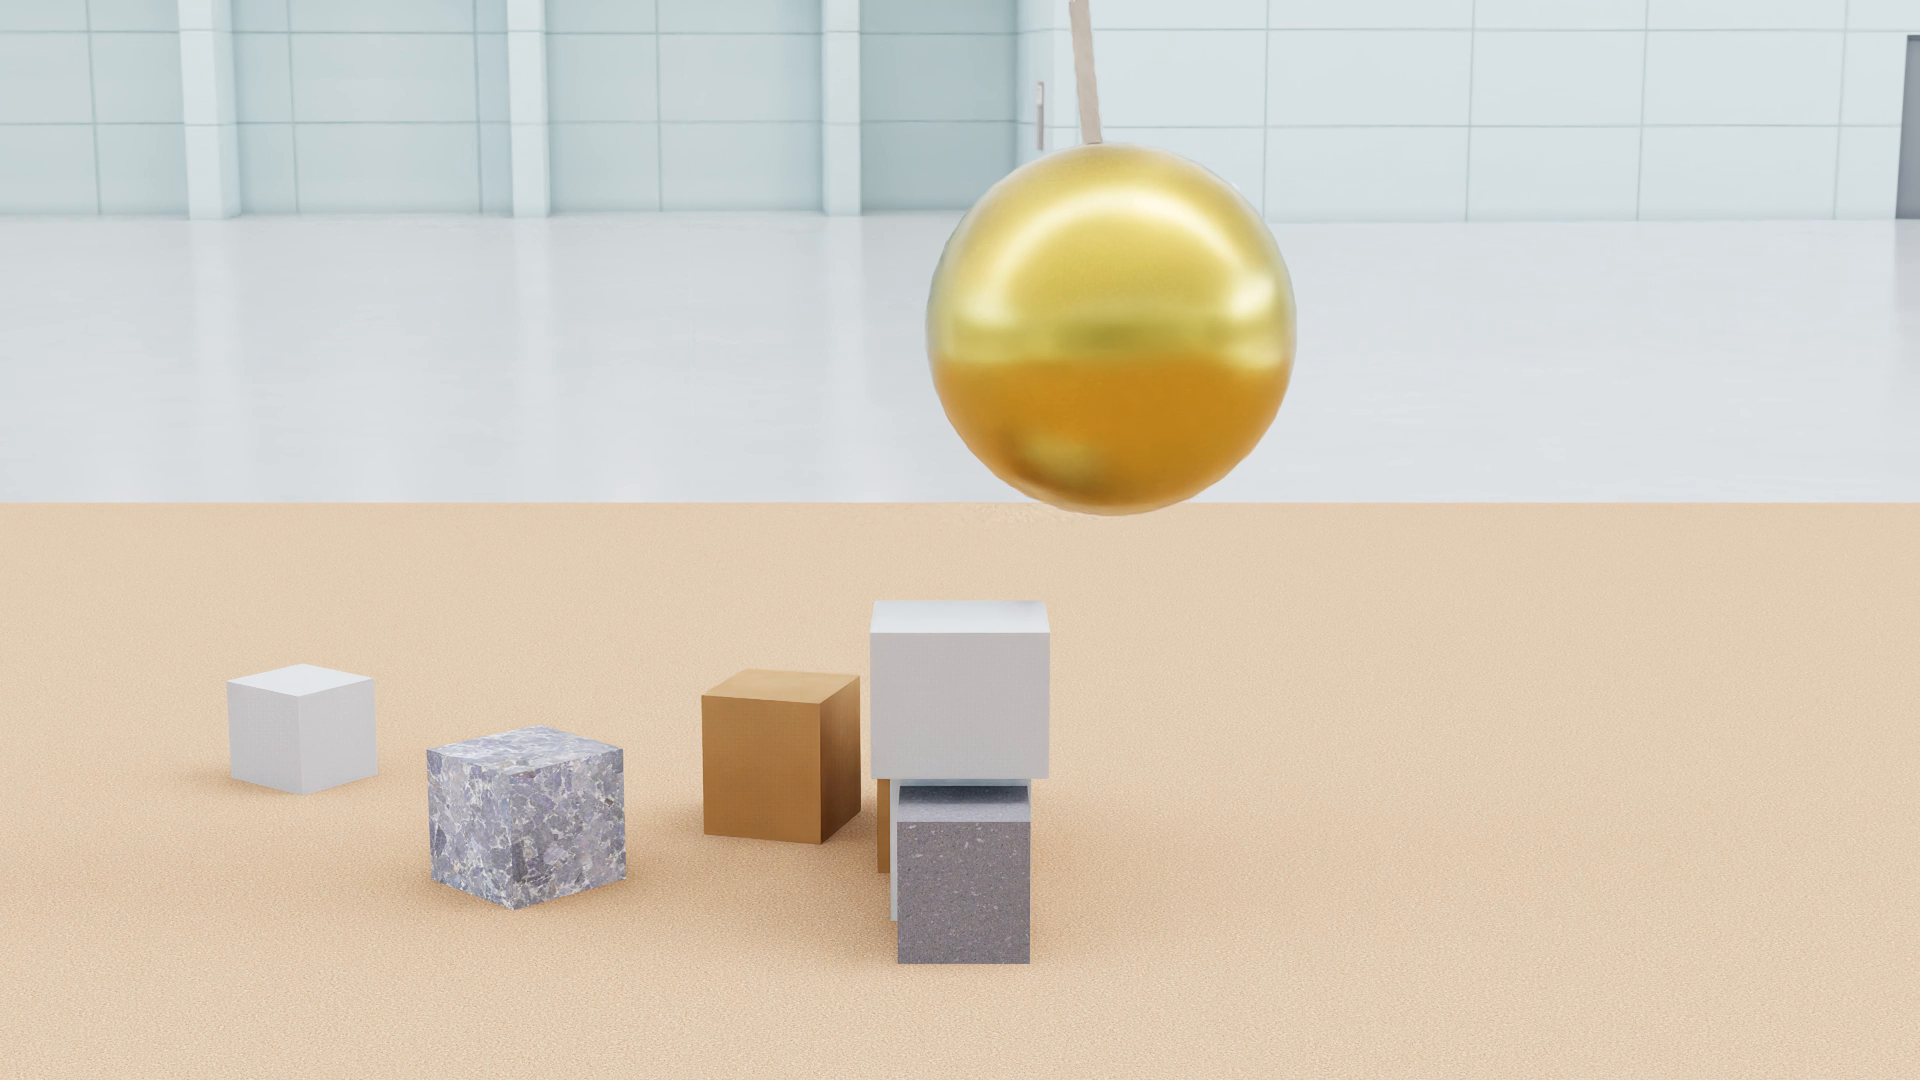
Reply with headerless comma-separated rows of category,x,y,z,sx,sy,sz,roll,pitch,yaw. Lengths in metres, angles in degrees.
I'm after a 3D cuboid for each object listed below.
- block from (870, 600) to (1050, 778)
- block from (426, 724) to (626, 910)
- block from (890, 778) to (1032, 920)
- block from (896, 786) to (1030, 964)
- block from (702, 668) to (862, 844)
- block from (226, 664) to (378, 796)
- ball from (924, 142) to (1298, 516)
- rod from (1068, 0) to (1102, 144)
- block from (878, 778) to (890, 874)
block,-0.001,0.611,10.633,0.722,0.605,0.635,0,10,0
block,-1.904,1.205,11.276,0.608,0.594,0.607,10,14,43
block,0.003,1.201,11.020,0.587,0.694,0.635,0,10,0
block,0.015,1.358,10.453,0.529,0.589,0.518,0,10,0
block,-0.837,1.012,12.127,0.580,0.669,0.577,3,11,16
block,-3.317,0.949,12.945,0.549,0.502,0.481,8,13,36
ball,0.647,-0.902,11.016,1.600,1.600,1.600,0,10,0
rod,0.280,-4.227,10.412,0.080,5.200,0.080,-6,10,1
block,-0.024,1.052,11.666,0.676,0.757,0.661,0,10,1
